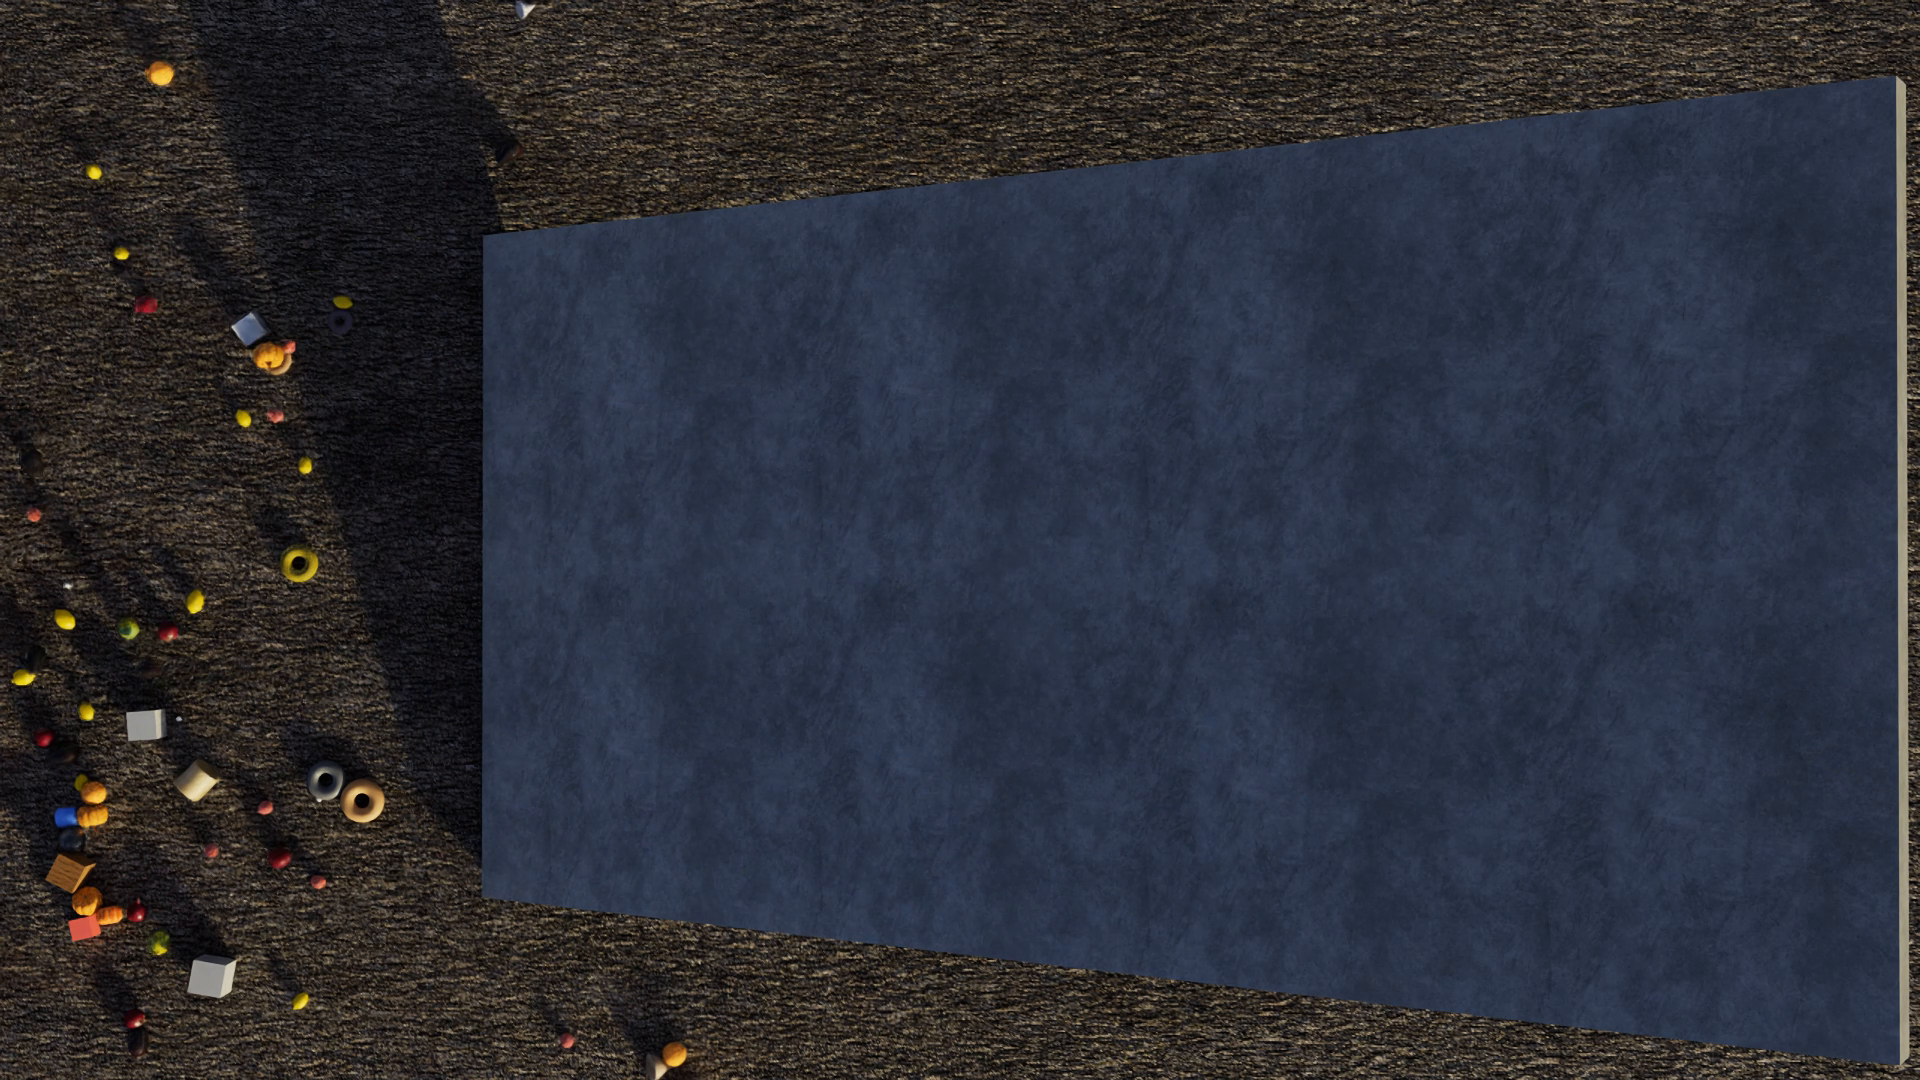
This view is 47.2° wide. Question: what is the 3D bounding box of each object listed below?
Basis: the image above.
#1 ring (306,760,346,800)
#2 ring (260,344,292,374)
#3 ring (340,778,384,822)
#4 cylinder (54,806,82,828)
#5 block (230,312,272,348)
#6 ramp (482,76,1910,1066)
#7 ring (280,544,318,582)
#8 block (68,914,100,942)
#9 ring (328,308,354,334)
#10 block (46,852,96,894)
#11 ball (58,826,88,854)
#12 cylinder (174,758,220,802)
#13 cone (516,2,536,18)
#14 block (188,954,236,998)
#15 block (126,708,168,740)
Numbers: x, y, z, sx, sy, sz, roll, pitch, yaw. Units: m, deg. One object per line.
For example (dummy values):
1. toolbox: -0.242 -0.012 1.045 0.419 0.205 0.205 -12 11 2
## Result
1. ring: -1.931 0.732 6.704 0.122 0.041 0.122 0 88 0
2. ring: -2.090 -0.553 6.718 0.098 0.033 0.098 0 86 1
3. ring: -1.821 0.794 6.702 0.134 0.045 0.134 0 91 0
4. cylinder: -2.714 0.844 6.694 0.059 0.059 0.059 -5 90 0
5. block: -2.156 -0.640 6.694 0.075 0.075 0.075 -36 98 0
6. ramp: 0.254 0.070 5.587 4.000 0.100 2.000 0 89 33
7. ring: -2.018 0.070 6.711 0.117 0.039 0.117 0 90 -1
8. block: -2.663 1.178 6.690 0.062 0.062 0.062 -13 90 0
9. ring: -1.895 -0.670 6.723 0.078 0.026 0.078 0 89 -1
10. block: -2.699 1.006 6.677 0.090 0.090 0.090 27 90 0
11. ball: -2.695 0.912 6.682 0.081 0.081 0.081 0 90 0
12. cylinder: -2.317 0.729 6.678 0.093 0.093 0.093 44 90 0
13. cone: -1.323 -1.631 6.732 0.055 0.055 0.055 -26 90 -27
14. block: -2.268 1.322 6.670 0.100 0.100 0.100 10 90 0
15. block: -2.471 0.561 6.683 0.086 0.086 0.086 -4 90 0
